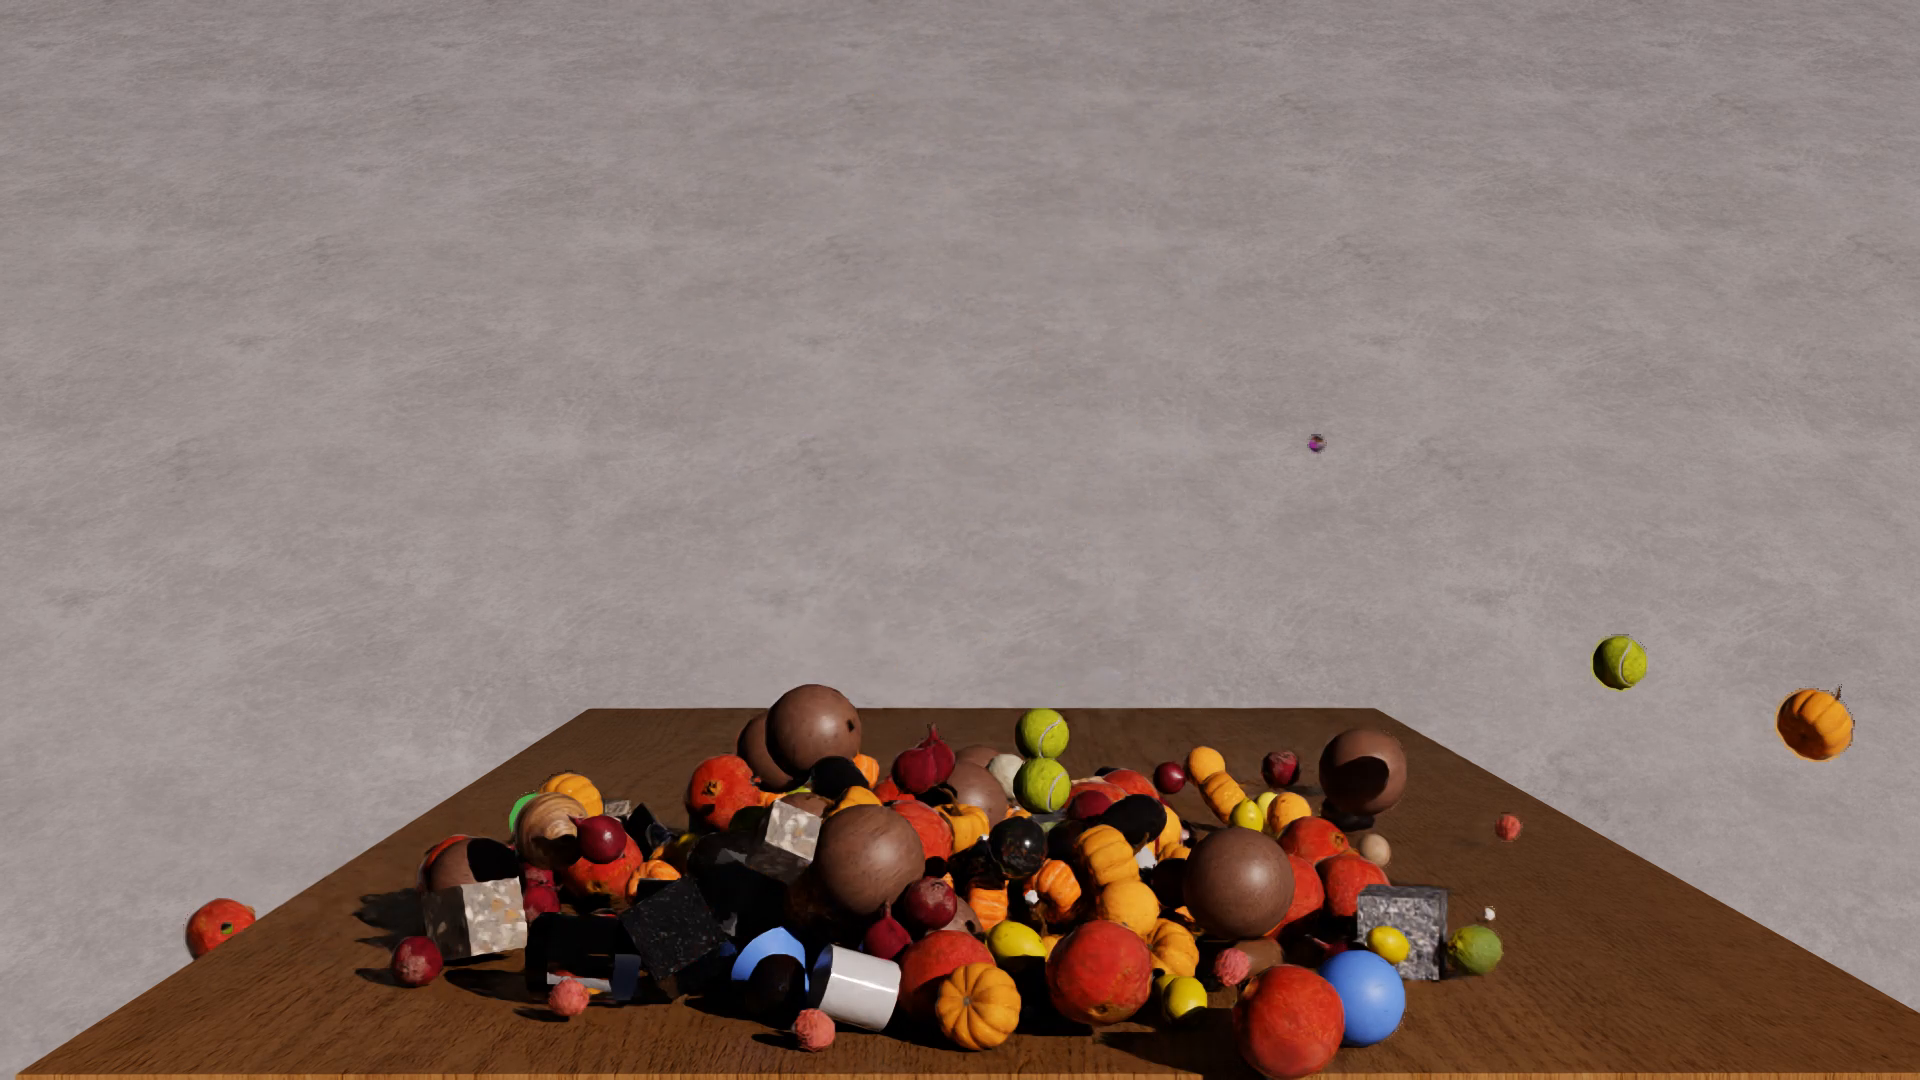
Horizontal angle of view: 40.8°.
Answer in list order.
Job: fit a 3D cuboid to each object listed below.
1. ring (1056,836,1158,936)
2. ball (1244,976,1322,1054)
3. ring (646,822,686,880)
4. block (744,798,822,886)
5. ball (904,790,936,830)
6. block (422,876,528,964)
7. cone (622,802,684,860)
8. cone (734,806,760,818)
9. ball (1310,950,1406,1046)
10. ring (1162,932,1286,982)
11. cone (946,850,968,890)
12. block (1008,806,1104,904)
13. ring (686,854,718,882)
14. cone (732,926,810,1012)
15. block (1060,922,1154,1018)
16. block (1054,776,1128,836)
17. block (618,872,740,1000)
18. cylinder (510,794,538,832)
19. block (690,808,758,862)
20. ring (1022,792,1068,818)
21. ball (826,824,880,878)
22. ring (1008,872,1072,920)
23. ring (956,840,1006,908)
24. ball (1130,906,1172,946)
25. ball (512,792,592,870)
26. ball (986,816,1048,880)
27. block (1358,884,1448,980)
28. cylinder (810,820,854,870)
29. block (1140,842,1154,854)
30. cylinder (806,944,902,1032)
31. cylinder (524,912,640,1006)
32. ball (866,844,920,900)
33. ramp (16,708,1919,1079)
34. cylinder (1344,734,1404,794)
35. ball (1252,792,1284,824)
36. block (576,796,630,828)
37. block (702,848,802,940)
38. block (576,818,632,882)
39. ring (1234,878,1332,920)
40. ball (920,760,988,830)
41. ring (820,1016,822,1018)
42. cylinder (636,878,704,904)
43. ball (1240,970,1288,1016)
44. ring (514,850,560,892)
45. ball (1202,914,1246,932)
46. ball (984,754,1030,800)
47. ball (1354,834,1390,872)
[{"bbox_3d":[0.176,0.417,3.113,0.137,0.046,0.137,-19,41,18],"label":"ring"},{"bbox_3d":[0.332,0.489,2.656,0.079,0.079,0.079,0,26,0],"label":"ball"},{"bbox_3d":[-0.428,0.455,3.748,0.032,0.096,0.096,-25,31,-9],"label":"ring"},{"bbox_3d":[-0.196,0.334,2.853,0.058,0.058,0.058,25,47,-14],"label":"block"},{"bbox_3d":[-0.061,0.452,4.321,0.068,0.068,0.068,0,26,0],"label":"ball"},{"bbox_3d":[-0.592,0.465,3.151,0.086,0.086,0.086,-17,-10,42],"label":"block"},{"bbox_3d":[-0.471,0.472,4.001,0.098,0.098,0.098,27,31,6],"label":"cone"},{"bbox_3d":[-0.346,0.475,4.164,0.065,0.065,0.065,-7,30,-15],"label":"cone"},{"bbox_3d":[0.414,0.478,2.690,0.100,0.100,0.100,0,26,0],"label":"ball"},{"bbox_3d":[0.312,0.493,3.051,0.144,0.048,0.144,0,-2,0],"label":"ring"},{"bbox_3d":[0.017,0.487,3.597,0.079,0.079,0.079,2,28,4],"label":"cone"},{"bbox_3d":[0.119,0.394,3.221,0.092,0.092,0.092,-8,10,42],"label":"block"},{"bbox_3d":[-0.334,0.481,3.733,0.125,0.042,0.125,0,3,0],"label":"ring"},{"bbox_3d":[-0.189,0.501,2.885,0.098,0.098,0.098,-18,39,-33],"label":"cone"},{"bbox_3d":[0.164,0.475,2.847,0.069,0.069,0.069,-28,-2,13],"label":"block"},{"bbox_3d":[0.191,0.432,4.038,0.085,0.085,0.085,-1,54,-54],"label":"block"},{"bbox_3d":[-0.310,0.442,2.876,0.091,0.091,0.091,-31,68,-5],"label":"block"},{"bbox_3d":[-0.634,0.434,3.930,0.077,0.077,0.077,-7,66,16],"label":"cylinder"},{"bbox_3d":[-0.358,0.455,3.905,0.083,0.083,0.083,-1,2,-21],"label":"block"},{"bbox_3d":[0.134,0.424,3.810,0.036,0.109,0.109,-33,7,33],"label":"ring"},{"bbox_3d":[-0.157,0.457,3.794,0.079,0.079,0.079,0,26,0],"label":"ball"},{"bbox_3d":[0.095,0.421,3.059,0.082,0.082,0.027,14,57,26],"label":"ring"},{"bbox_3d":[0.027,0.398,3.073,0.029,0.087,0.087,24,34,33],"label":"ring"},{"bbox_3d":[0.241,0.487,3.260,0.051,0.051,0.051,0,26,0],"label":"ball"},{"bbox_3d":[-0.504,0.361,3.193,0.097,0.097,0.097,0,26,0],"label":"ball"},{"bbox_3d":[0.066,0.353,2.951,0.072,0.072,0.072,0,26,0],"label":"ball"},{"bbox_3d":[0.530,0.469,3.088,0.096,0.096,0.096,0,1,17],"label":"block"},{"bbox_3d":[-0.194,0.463,3.922,0.066,0.066,0.066,0,1,0],"label":"cylinder"},{"bbox_3d":[0.245,0.472,3.755,0.056,0.056,0.056,1,2,33],"label":"block"},{"bbox_3d":[-0.113,0.478,2.751,0.077,0.077,0.077,20,21,-17],"label":"cylinder"},{"bbox_3d":[-0.425,0.472,2.910,0.100,0.100,0.100,0,25,14],"label":"cylinder"},{"bbox_3d":[-0.094,0.465,3.618,0.077,0.077,0.077,0,26,0],"label":"ball"},{"bbox_3d":[0.059,0.529,4.566,2.000,0.100,4.000,0,1,0],"label":"ramp"},{"bbox_3d":[0.757,0.409,4.725,0.077,0.077,0.077,43,11,-11],"label":"cylinder"},{"bbox_3d":[0.524,0.456,4.386,0.055,0.055,0.055,0,26,0],"label":"ball"},{"bbox_3d":[-0.575,0.452,4.065,0.082,0.082,0.082,1,2,23],"label":"block"},{"bbox_3d":[-0.248,0.416,3.004,0.074,0.074,0.074,26,5,-47],"label":"block"},{"bbox_3d":[-0.511,0.441,3.668,0.071,0.071,0.071,-12,-10,-8],"label":"block"},{"bbox_3d":[0.438,0.485,3.489,0.134,0.045,0.134,-1,1,0],"label":"ring"},{"bbox_3d":[-0.009,0.367,3.706,0.099,0.099,0.099,0,26,0],"label":"ball"},{"bbox_3d":[-0.122,0.506,2.831,0.078,0.026,0.078,-13,1,0],"label":"ring"},{"bbox_3d":[-0.349,0.463,3.151,0.095,0.095,0.095,4,25,-7],"label":"cylinder"},{"bbox_3d":[0.332,0.492,2.738,0.068,0.068,0.068,0,26,0],"label":"ball"},{"bbox_3d":[-0.605,0.463,3.687,0.028,0.083,0.083,-23,14,29],"label":"ring"},{"bbox_3d":[0.323,0.487,3.165,0.056,0.056,0.056,0,26,0],"label":"ball"},{"bbox_3d":[0.076,0.387,4.205,0.076,0.076,0.076,0,26,0],"label":"ball"},{"bbox_3d":[0.619,0.469,3.873,0.056,0.056,0.056,0,26,0],"label":"ball"}]
